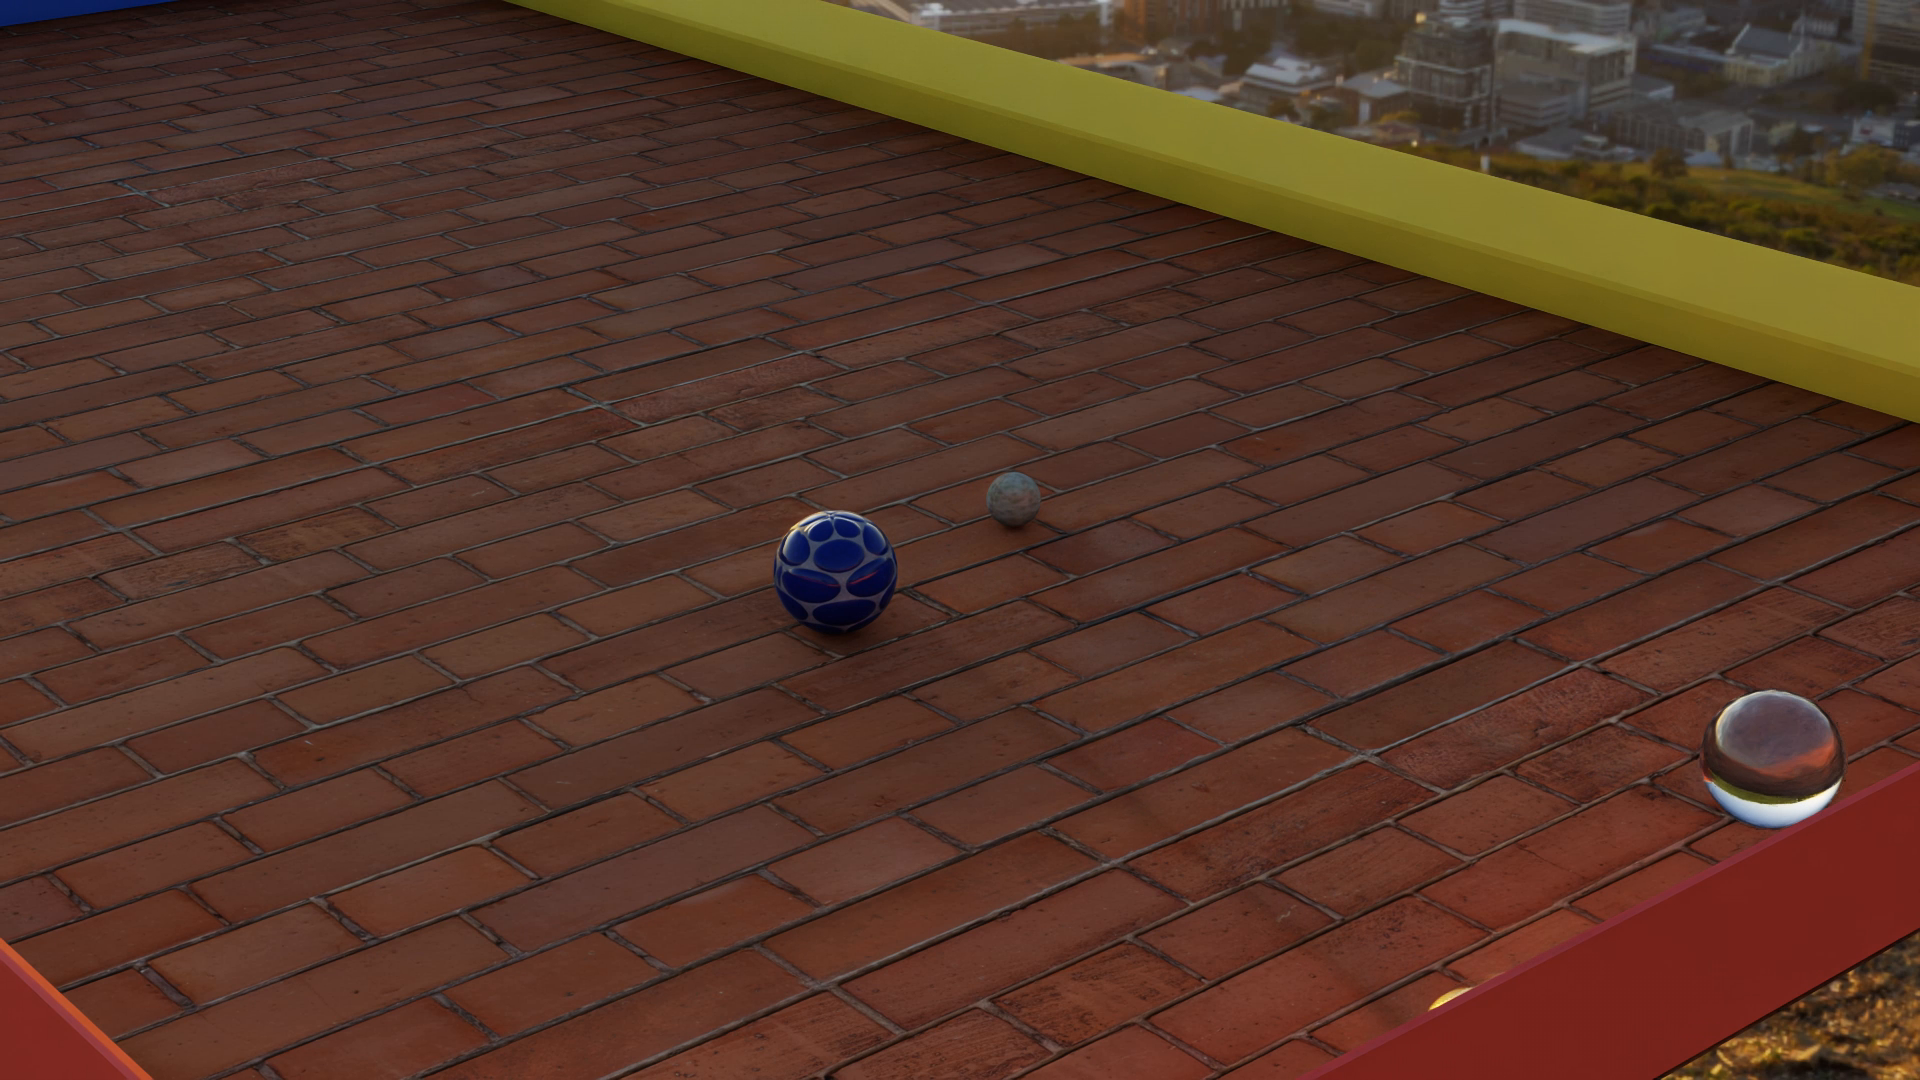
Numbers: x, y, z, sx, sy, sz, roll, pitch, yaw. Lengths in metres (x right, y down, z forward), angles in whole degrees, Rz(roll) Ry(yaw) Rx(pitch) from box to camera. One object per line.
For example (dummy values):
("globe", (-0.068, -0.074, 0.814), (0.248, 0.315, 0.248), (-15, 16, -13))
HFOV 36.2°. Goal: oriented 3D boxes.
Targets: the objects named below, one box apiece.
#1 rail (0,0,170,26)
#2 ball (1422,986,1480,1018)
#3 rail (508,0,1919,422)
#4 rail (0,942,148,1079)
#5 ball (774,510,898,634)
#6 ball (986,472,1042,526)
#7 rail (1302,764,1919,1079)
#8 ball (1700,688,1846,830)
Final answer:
("rail", (-1.634, -0.761, 4.222), (1.897, 0.129, 0.045), (-18, 28, -37))
("ball", (0.302, 0.296, 1.731), (0.065, 0.065, 0.065), (0, 22, 0))
("rail", (0.156, -0.501, 3.588), (0.045, 0.129, 3.406), (-18, 28, -37))
("rail", (-1.256, -0.048, 2.483), (0.045, 0.129, 3.406), (-18, 28, -37))
("ball", (-0.099, 0.025, 2.347), (0.099, 0.099, 0.099), (0, 22, 0))
("ball", (0.047, -0.035, 2.563), (0.048, 0.048, 0.048), (0, 22, 0))
("rail", (0.534, 0.212, 1.849), (1.897, 0.129, 0.045), (-18, 28, -37))
("ball", (0.564, 0.152, 2.041), (0.097, 0.097, 0.097), (0, 22, 0))
